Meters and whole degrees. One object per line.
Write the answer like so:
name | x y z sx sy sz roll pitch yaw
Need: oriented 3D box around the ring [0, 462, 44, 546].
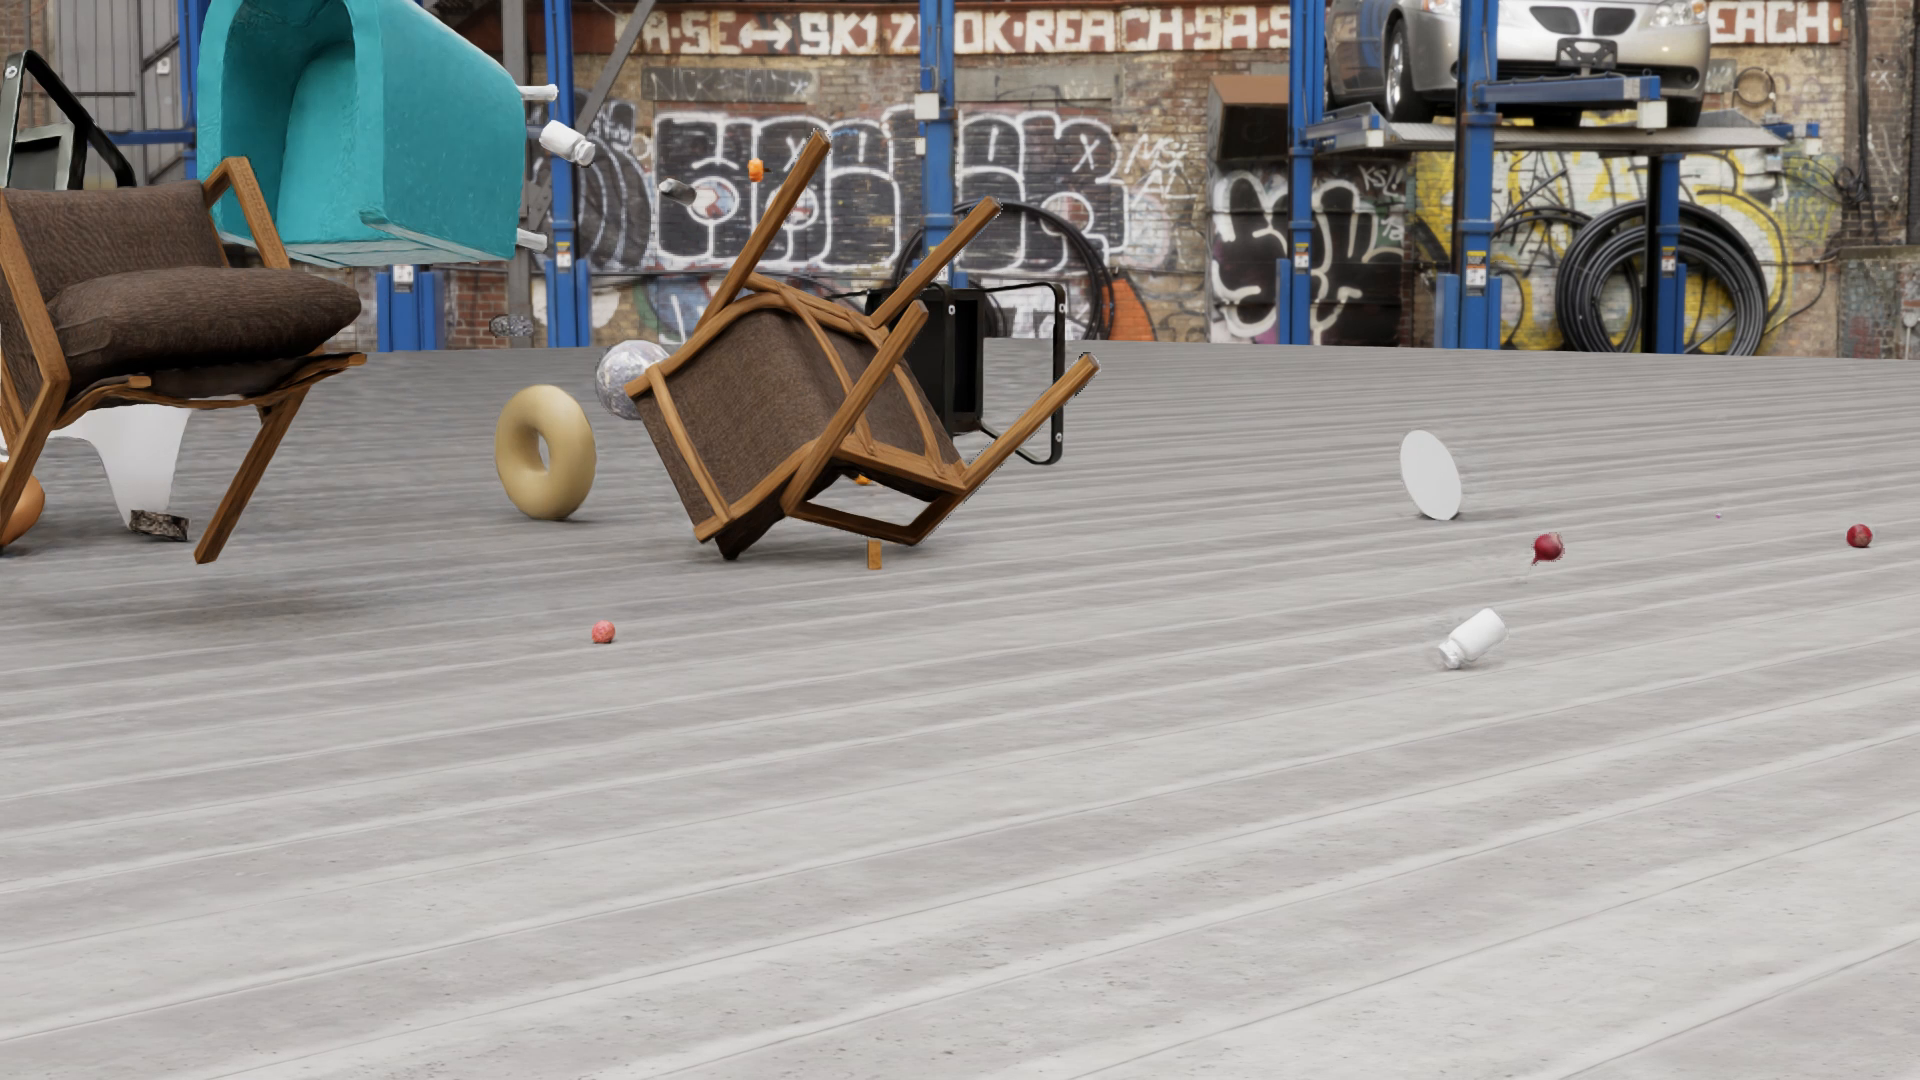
ring | -2.337 -0.073 6.025 0.164 0.223 0.461 -37 -7 21

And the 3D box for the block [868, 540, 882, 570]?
block | -0.192 0.033 5.784 0.029 0.064 0.045 -1 6 -5

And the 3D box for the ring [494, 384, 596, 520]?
ring | -1.121 -0.234 6.923 0.115 0.361 0.451 -19 -12 -39

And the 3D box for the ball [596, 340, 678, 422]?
ball | -0.816 -0.404 6.487 0.205 0.205 0.205 0 6 0

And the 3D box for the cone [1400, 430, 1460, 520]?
cone | 1.323 -0.133 7.125 0.143 0.268 0.346 -21 -19 10

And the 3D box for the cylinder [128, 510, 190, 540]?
cylinder | -1.988 -0.039 6.369 0.139 0.052 0.076 10 -5 -24
